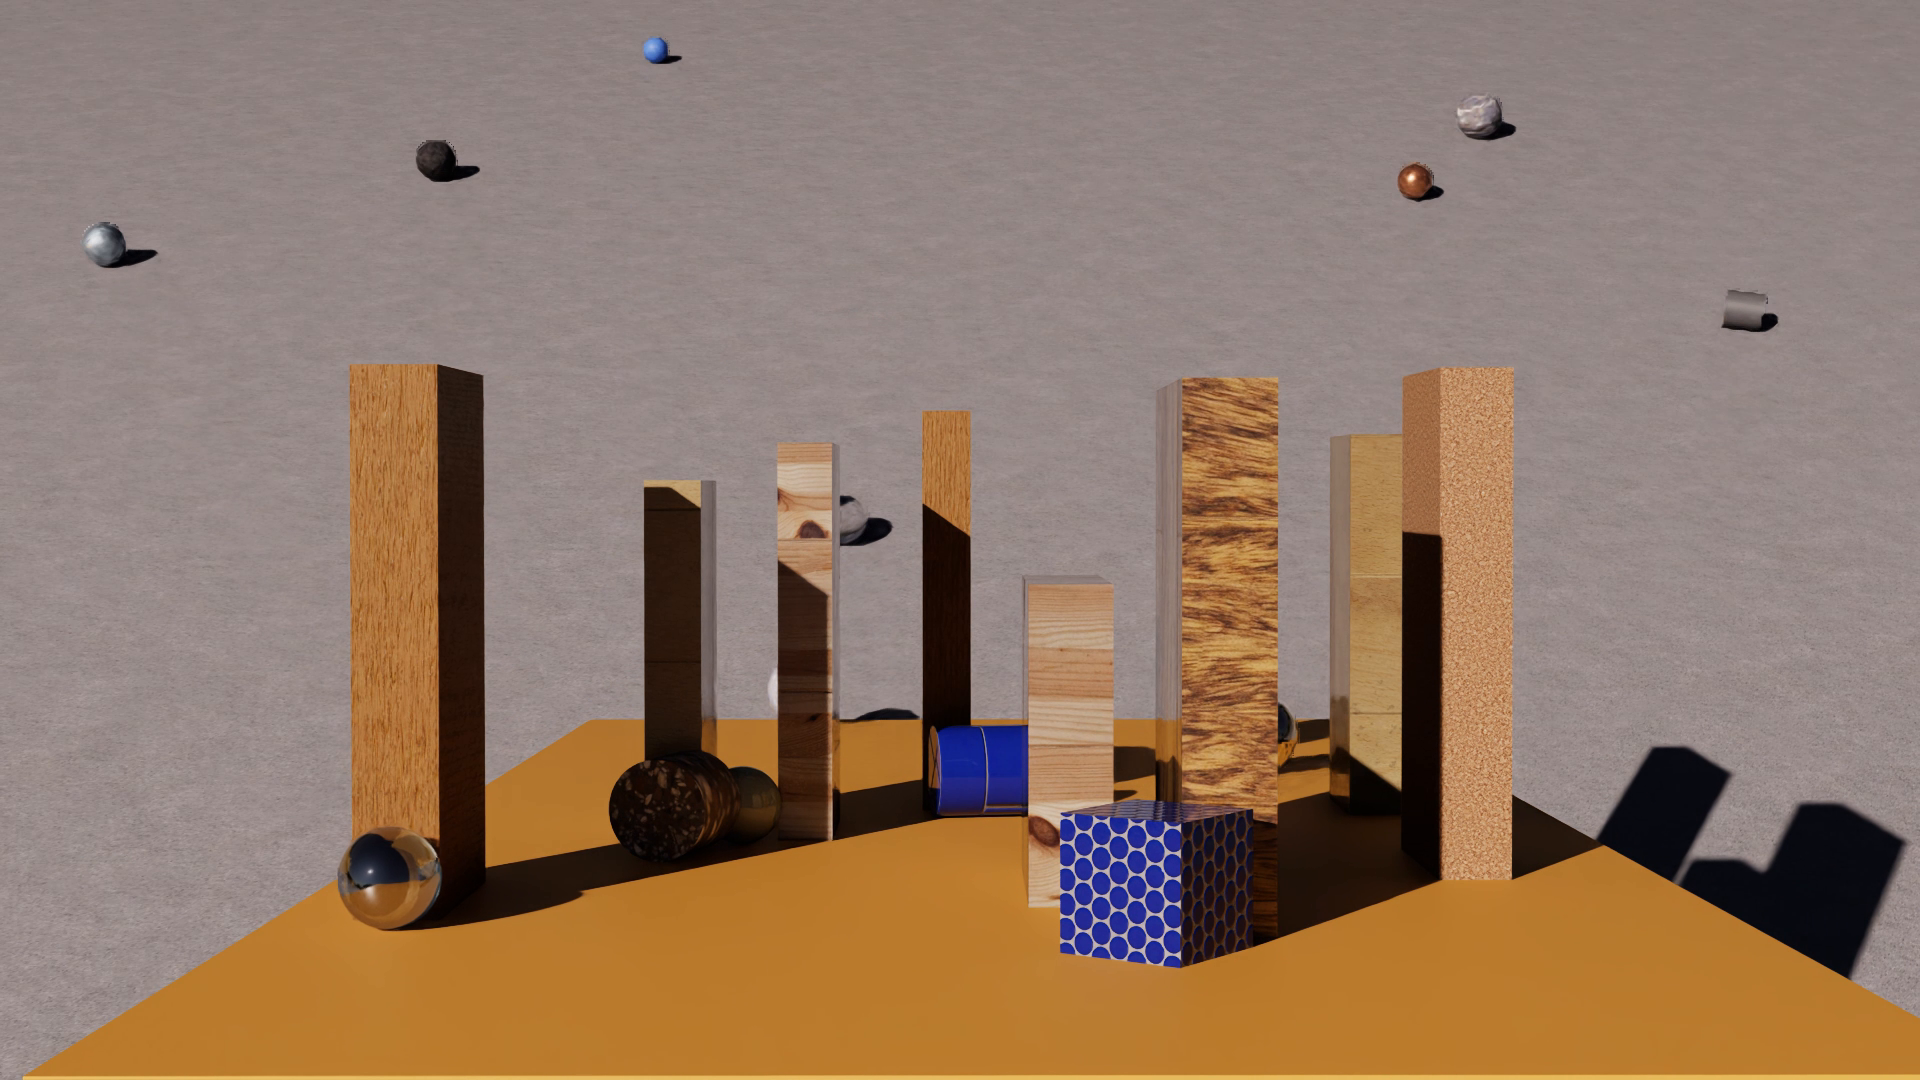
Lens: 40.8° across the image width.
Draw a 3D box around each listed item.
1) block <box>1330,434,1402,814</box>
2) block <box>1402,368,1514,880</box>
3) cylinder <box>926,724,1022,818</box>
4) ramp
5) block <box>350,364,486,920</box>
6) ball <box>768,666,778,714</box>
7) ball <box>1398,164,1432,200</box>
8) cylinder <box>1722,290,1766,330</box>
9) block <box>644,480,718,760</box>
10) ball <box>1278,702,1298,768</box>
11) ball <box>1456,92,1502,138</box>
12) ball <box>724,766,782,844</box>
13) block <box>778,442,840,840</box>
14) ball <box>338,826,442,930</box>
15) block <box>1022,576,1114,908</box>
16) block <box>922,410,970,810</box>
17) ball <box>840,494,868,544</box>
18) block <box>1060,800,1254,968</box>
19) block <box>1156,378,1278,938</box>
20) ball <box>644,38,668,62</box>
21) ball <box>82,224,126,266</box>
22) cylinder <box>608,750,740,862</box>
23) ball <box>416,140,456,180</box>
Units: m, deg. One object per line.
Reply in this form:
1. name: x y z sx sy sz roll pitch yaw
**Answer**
1. block: 0.747 0.150 4.764 0.093 0.685 0.252 0 1 0
2. block: 0.773 0.123 4.029 0.109 0.768 0.328 0 1 0
3. cylinder: 0.033 0.414 4.633 0.163 0.163 0.163 0 26 -9
4. ramp: 0.061 0.546 4.583 2.000 0.100 4.000 0 1 0
5. block: -0.768 0.136 3.678 0.119 0.756 0.343 0 1 0
6. ball: -0.393 0.374 6.417 0.173 0.173 0.173 0 27 0
7. ball: 1.832 -1.443 10.399 0.138 0.138 0.138 0 27 0
8. cylinder: 2.783 -0.816 9.162 0.130 0.130 0.130 9 28 16
9. block: -0.471 0.200 4.370 0.093 0.601 0.277 0 1 0
10. ball: 0.617 0.402 5.334 0.159 0.159 0.159 0 27 0
11. ball: 2.232 -1.827 11.101 0.191 0.191 0.191 0 27 0
12. ball: -0.360 0.439 4.275 0.129 0.129 0.129 0 27 0
13. block: -0.258 0.167 4.440 0.091 0.664 0.280 0 1 0
14. ball: -0.761 0.451 3.444 0.137 0.137 0.137 0 27 0
15. block: 0.155 0.285 3.811 0.119 0.453 0.388 0 1 0
16. block: -0.025 0.126 4.855 0.088 0.729 0.294 0 1 0
17. ball: -0.348 -0.061 7.647 0.147 0.147 0.147 0 27 0
18. block: 0.251 0.433 3.283 0.178 0.178 0.178 1 1 36
19. block: 0.352 0.150 3.588 0.125 0.731 0.447 0 1 0
20. ball: -1.429 -2.301 12.124 0.117 0.117 0.117 0 27 0
21. ball: -3.223 -1.111 9.721 0.155 0.155 0.155 0 27 0
22. cylinder: -0.456 0.425 4.137 0.162 0.162 0.162 8 3 15
23. ball: -2.155 -1.561 10.611 0.158 0.158 0.158 0 27 0
